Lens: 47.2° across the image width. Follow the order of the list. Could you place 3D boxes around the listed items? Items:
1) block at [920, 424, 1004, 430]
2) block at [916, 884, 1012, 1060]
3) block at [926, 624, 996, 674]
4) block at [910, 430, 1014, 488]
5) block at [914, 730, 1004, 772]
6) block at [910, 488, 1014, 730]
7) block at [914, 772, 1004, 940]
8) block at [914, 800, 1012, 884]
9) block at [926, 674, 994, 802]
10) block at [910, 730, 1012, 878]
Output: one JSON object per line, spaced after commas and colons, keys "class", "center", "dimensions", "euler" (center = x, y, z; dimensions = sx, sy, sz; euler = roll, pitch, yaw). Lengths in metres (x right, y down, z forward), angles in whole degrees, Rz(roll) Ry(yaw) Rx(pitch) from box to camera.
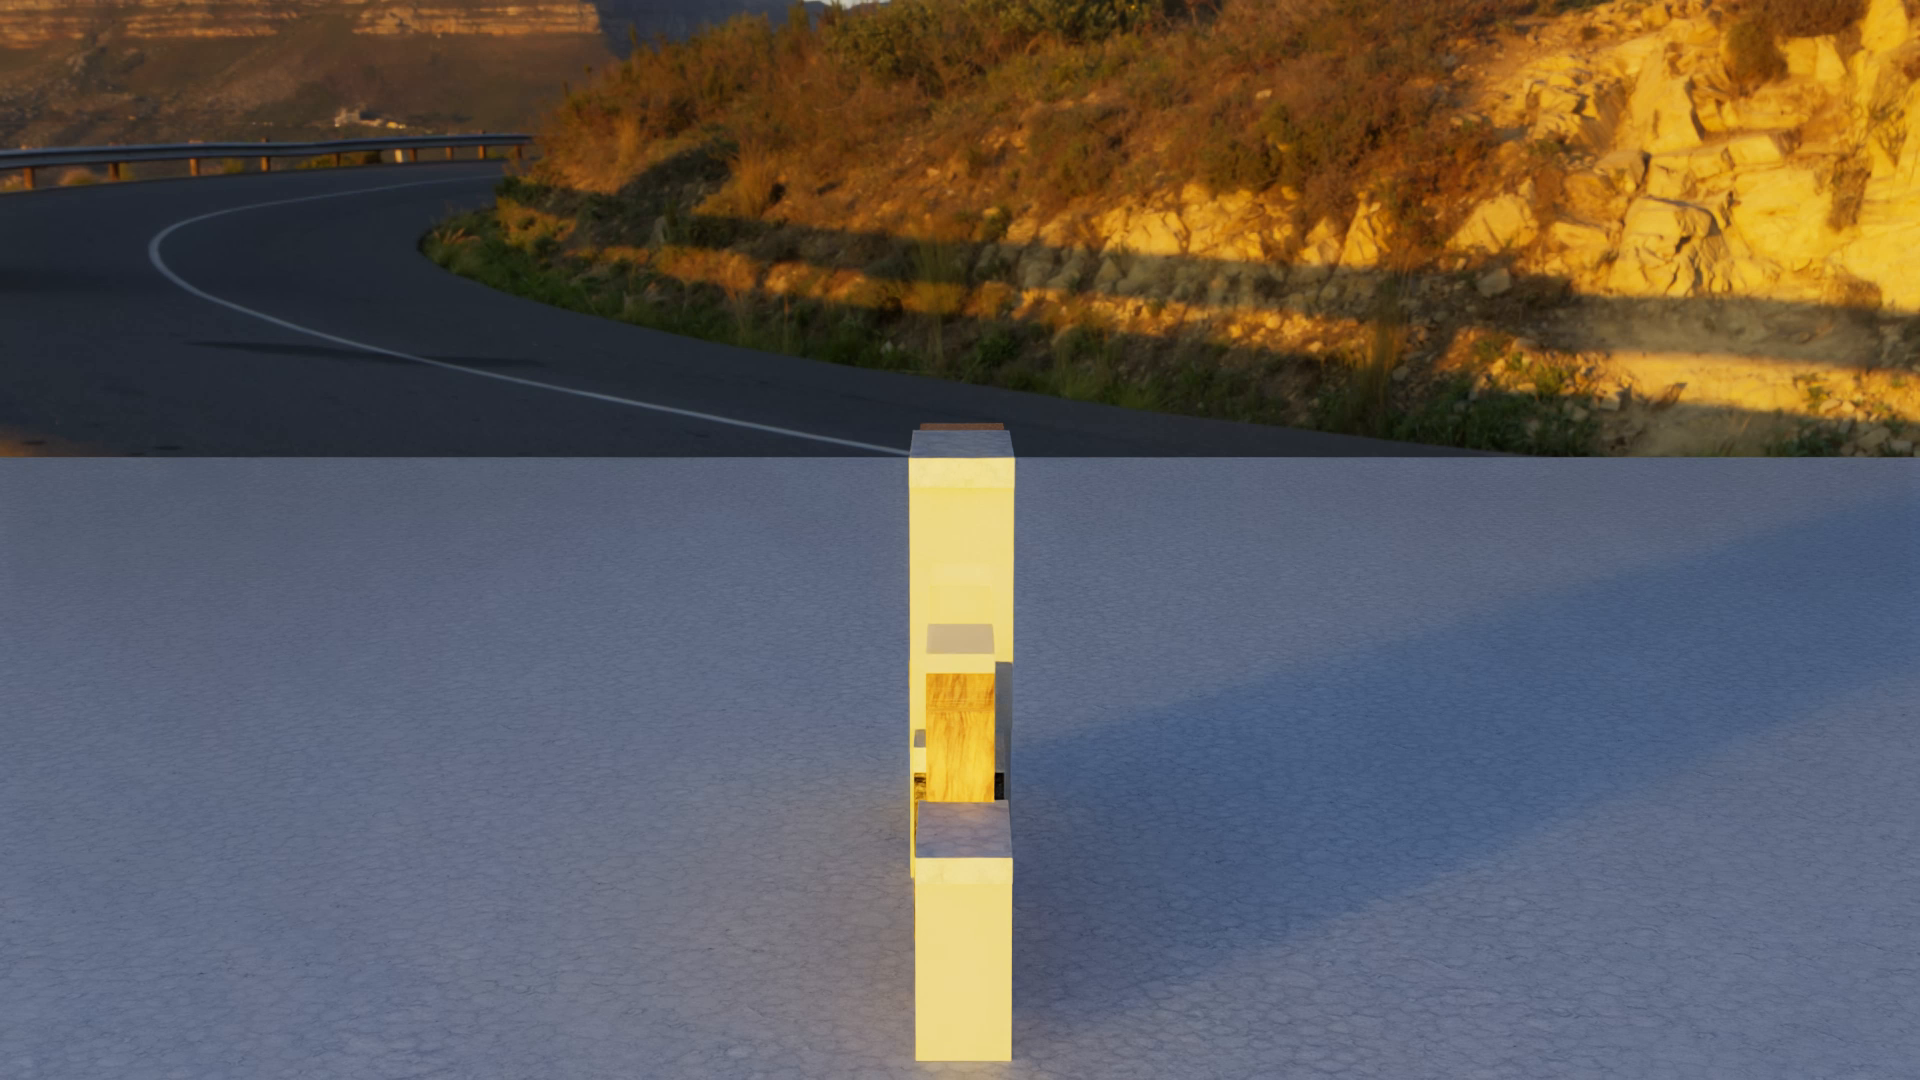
{"class": "block", "center": [0.004, -0.164, 3.851], "dimensions": [0.149, 0.042, 0.299], "euler": [0, 11, 0]}
{"class": "block", "center": [0.005, 0.581, 3.004], "dimensions": [0.130, 0.261, 0.037], "euler": [0, 11, 0]}
{"class": "block", "center": [0.001, 0.157, 3.215], "dimensions": [0.098, 0.028, 0.196], "euler": [0, 11, 0]}
{"class": "block", "center": [0.003, -0.132, 3.536], "dimensions": [0.162, 0.046, 0.323], "euler": [0, 11, 0]}
{"class": "block", "center": [-0.002, 0.313, 3.519], "dimensions": [0.140, 0.040, 0.280], "euler": [0, 11, 0]}
{"class": "block", "center": [0.003, 0.103, 3.470], "dimensions": [0.162, 0.392, 0.046], "euler": [0, 11, 0]}
{"class": "block", "center": [-0.002, 0.487, 3.457], "dimensions": [0.140, 0.280, 0.040], "euler": [0, 11, 0]}
{"class": "block", "center": [0.005, 0.418, 3.062], "dimensions": [0.130, 0.037, 0.261], "euler": [0, 11, 0]}
{"class": "block", "center": [0.000, 0.280, 3.171], "dimensions": [0.098, 0.196, 0.028], "euler": [0, 11, 0]}
{"class": "block", "center": [0.001, 0.404, 3.741], "dimensions": [0.170, 0.340, 0.048], "euler": [0, 11, 0]}
